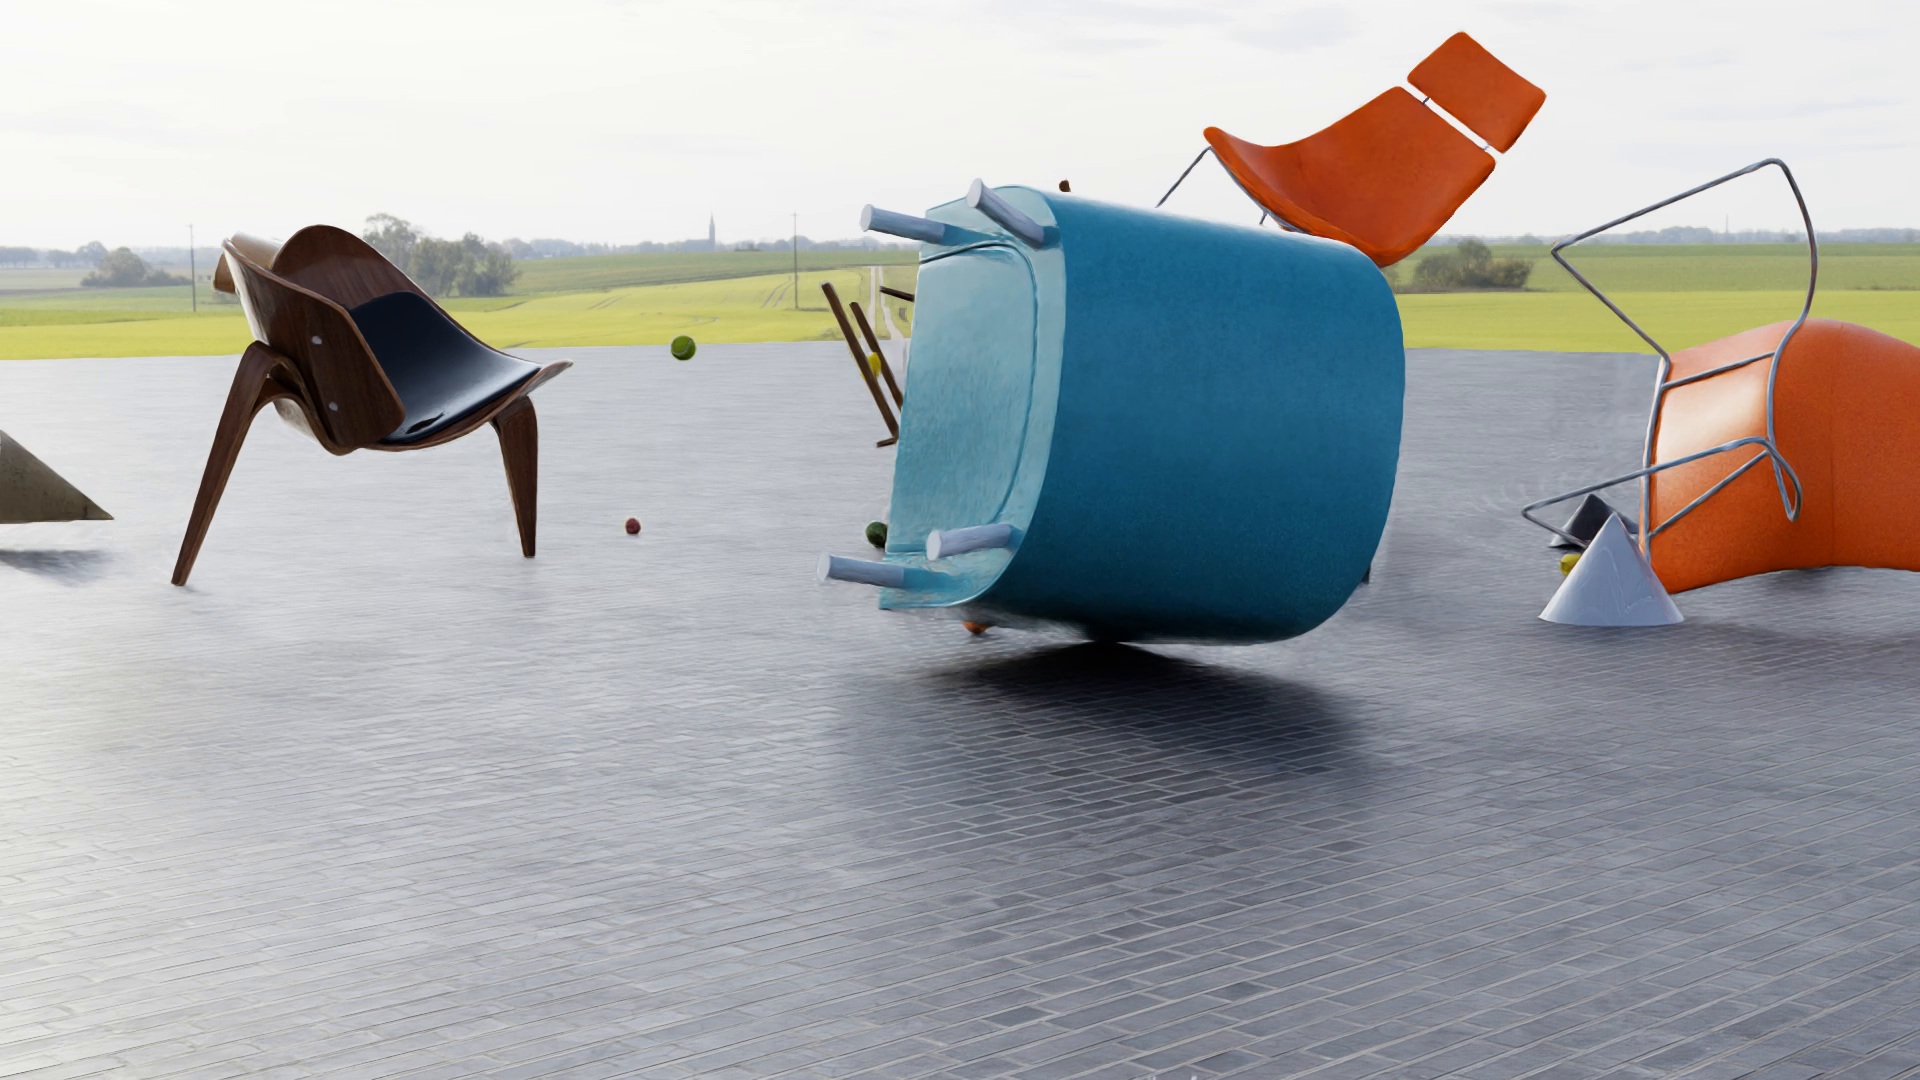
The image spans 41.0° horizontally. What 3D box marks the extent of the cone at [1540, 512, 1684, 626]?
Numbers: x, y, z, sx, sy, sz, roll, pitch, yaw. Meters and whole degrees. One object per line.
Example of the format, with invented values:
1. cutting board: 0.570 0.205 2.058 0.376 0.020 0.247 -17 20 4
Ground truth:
1. cone: 1.258 0.046 4.943 0.280 0.209 0.239 -1 6 -11

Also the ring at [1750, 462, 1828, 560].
1. ring: 1.890 -0.063 5.840 0.108 0.184 0.483 6 -14 30

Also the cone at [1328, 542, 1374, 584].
1. cone: 0.861 0.070 5.524 0.119 0.067 0.107 -34 -30 -3

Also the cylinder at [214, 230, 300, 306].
1. cylinder: -1.692 -0.655 6.181 0.144 0.128 0.252 15 24 -7

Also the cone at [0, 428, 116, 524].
1. cone: -2.237 -0.108 6.291 0.351 0.315 0.131 19 32 -2

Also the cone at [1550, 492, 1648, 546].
1. cone: 1.545 -0.059 6.247 0.258 0.114 0.164 -8 -1 -16
